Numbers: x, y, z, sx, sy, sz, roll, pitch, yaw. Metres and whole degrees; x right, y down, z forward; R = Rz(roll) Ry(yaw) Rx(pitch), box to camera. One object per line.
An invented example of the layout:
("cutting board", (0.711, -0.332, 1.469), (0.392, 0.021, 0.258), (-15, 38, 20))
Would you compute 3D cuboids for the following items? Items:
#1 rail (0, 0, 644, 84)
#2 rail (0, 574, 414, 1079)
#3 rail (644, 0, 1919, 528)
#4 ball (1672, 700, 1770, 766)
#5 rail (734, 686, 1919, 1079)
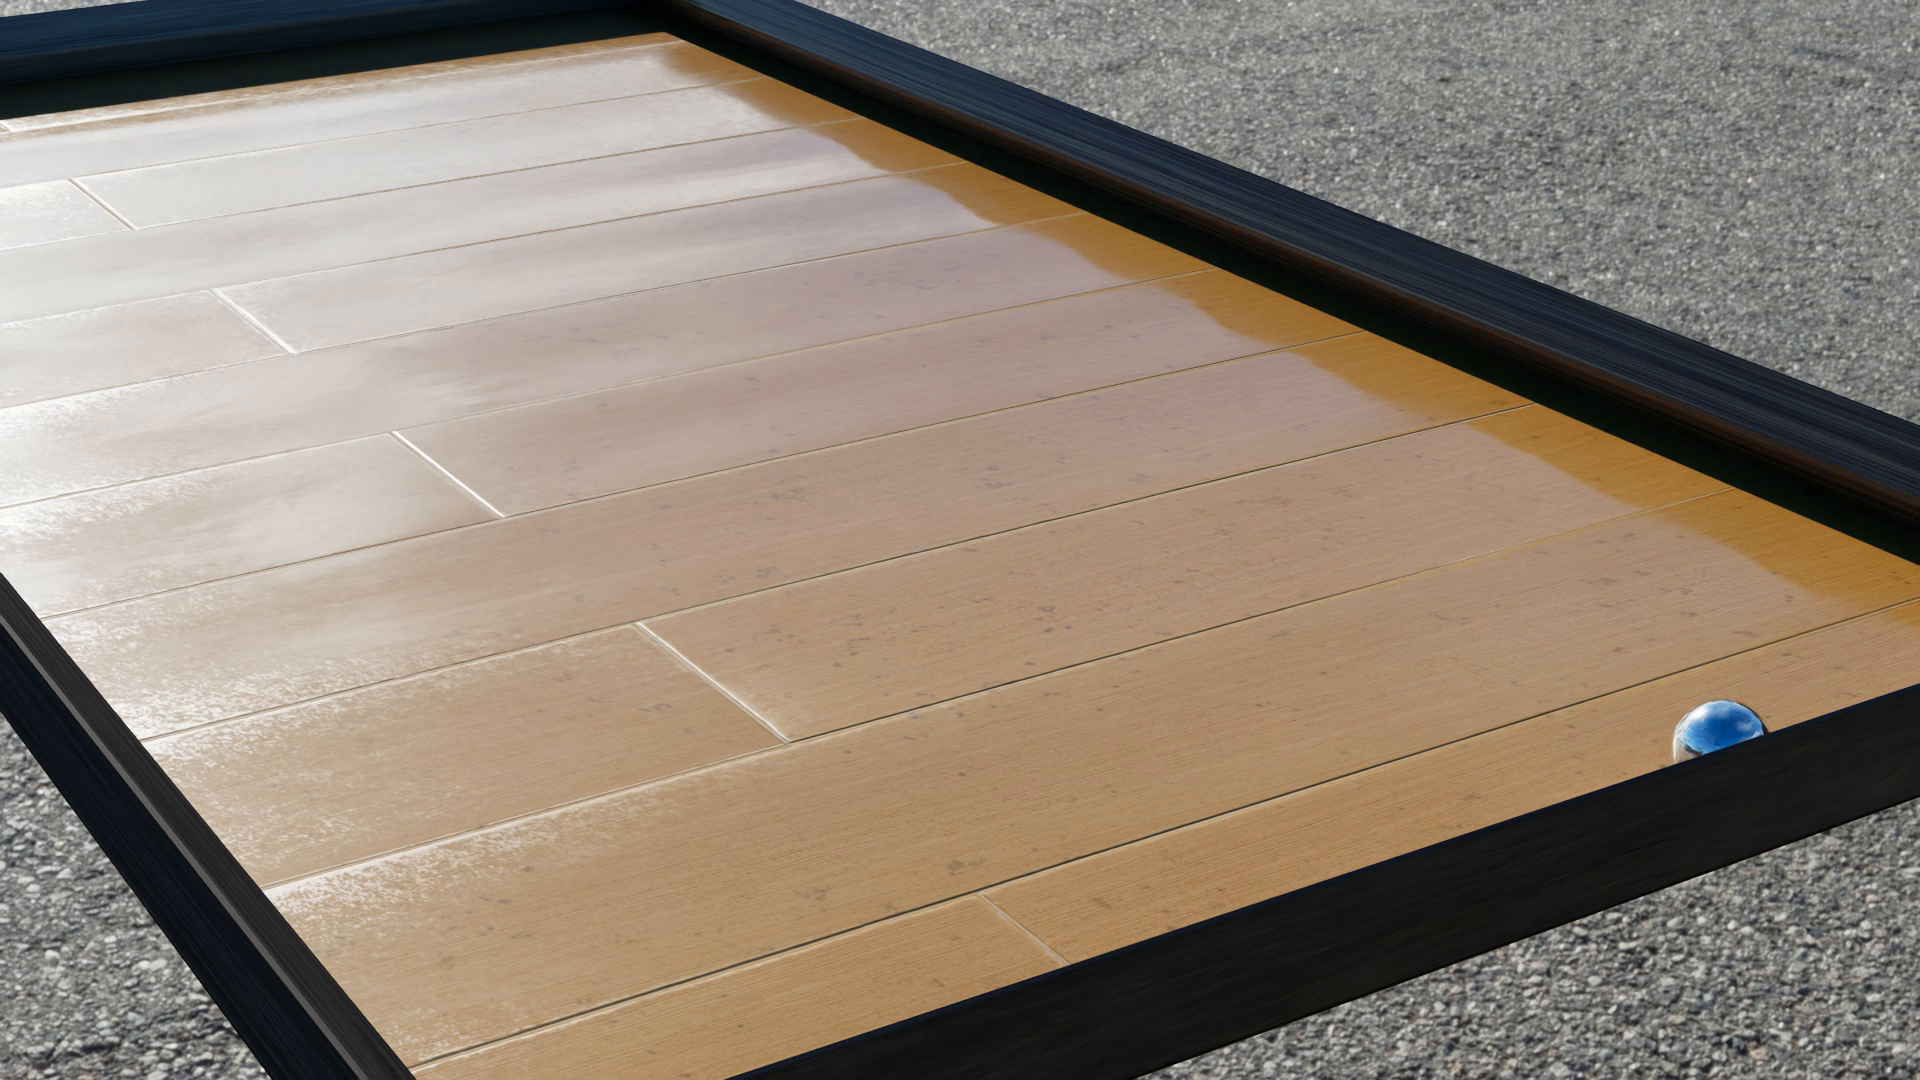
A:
("rail", (-1.073, -0.678, 3.953), (1.463, 0.088, 0.045), (-14, 26, -29))
("rail", (-0.962, -0.095, 2.557), (0.045, 0.088, 2.732), (-14, 26, -29))
("rail", (0.238, -0.384, 3.249), (0.045, 0.088, 2.732), (-14, 26, -29))
("ball", (0.522, 0.143, 2.017), (0.068, 0.068, 0.068), (0, 23, 0))
("rail", (0.349, 0.200, 1.853), (1.463, 0.088, 0.045), (-14, 26, -29))
